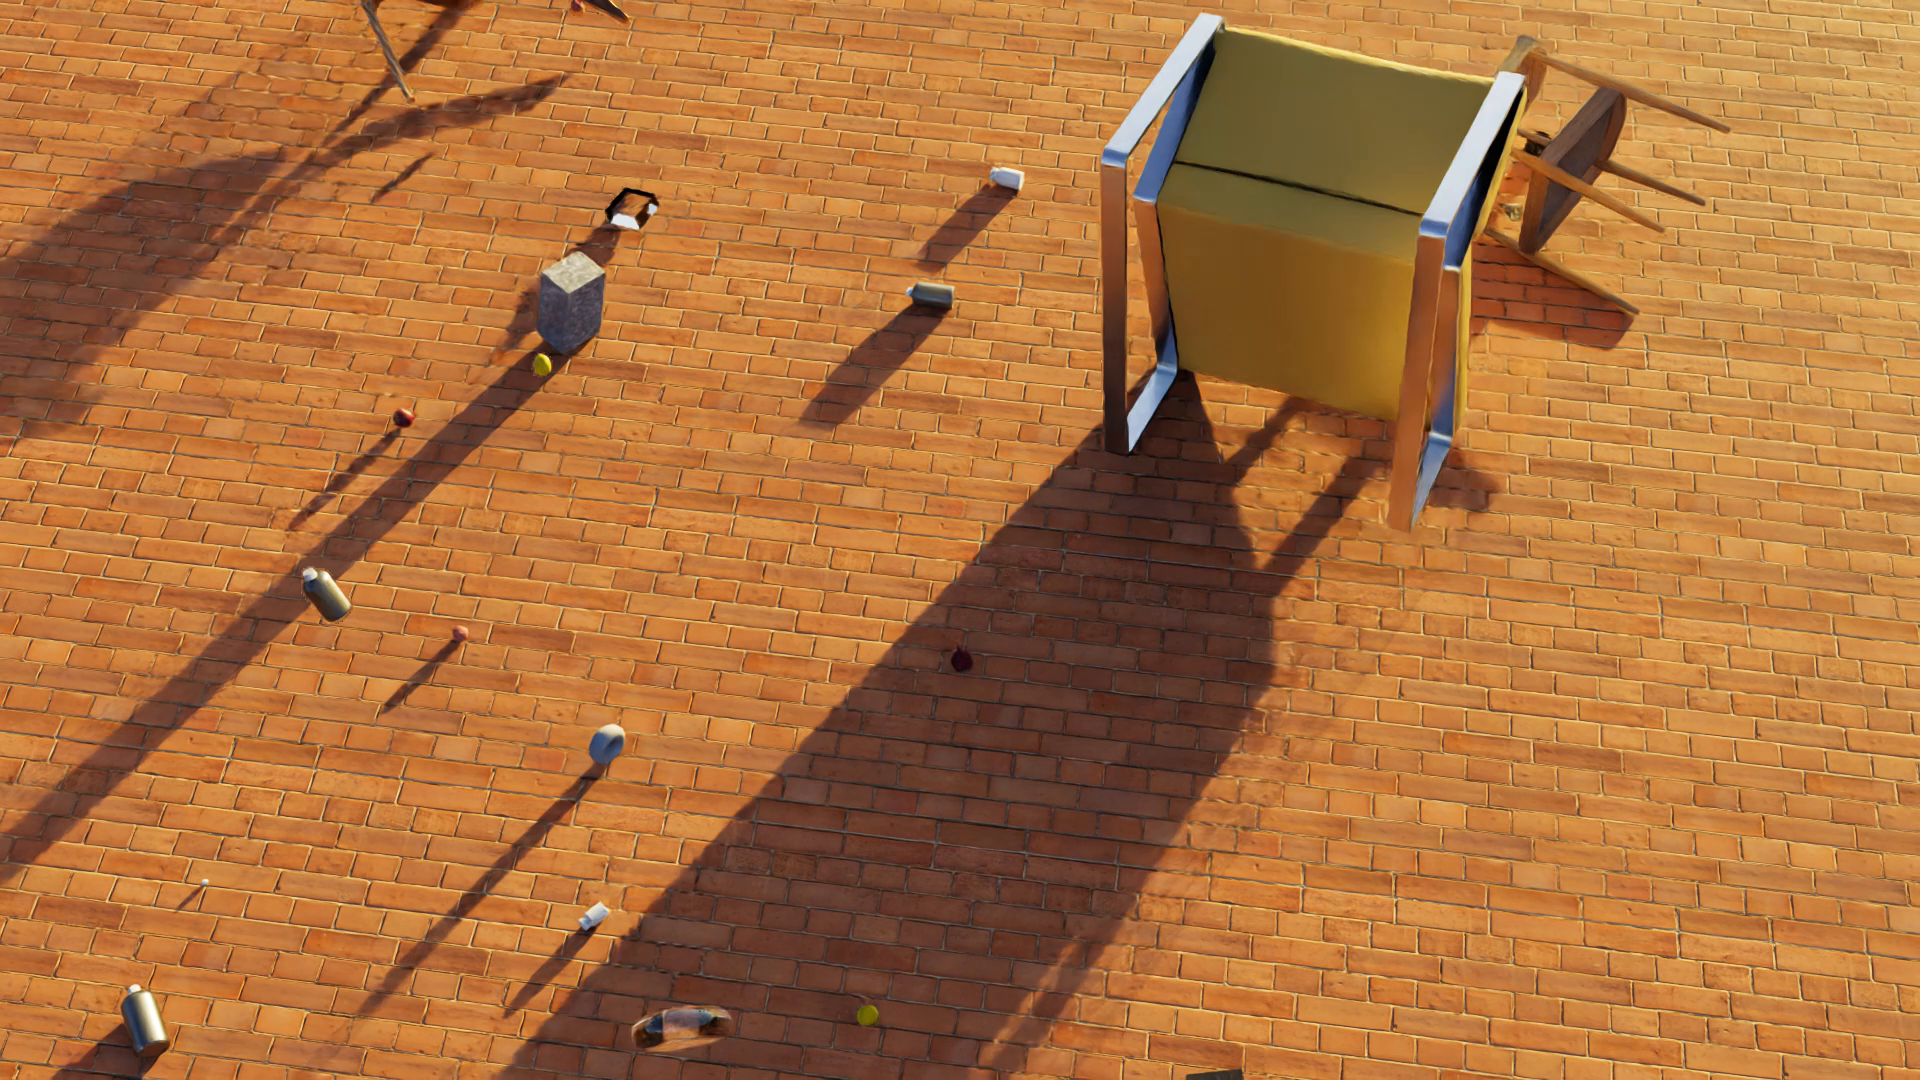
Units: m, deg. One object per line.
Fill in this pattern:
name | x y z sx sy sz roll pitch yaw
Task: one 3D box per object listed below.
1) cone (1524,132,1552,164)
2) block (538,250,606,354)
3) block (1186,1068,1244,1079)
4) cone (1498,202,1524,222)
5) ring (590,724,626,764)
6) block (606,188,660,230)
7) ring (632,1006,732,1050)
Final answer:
cone | 1.950 -1.340 7.444 0.087 0.114 0.095 17 26 0
block | -1.218 -0.743 6.888 0.120 0.272 0.155 39 53 18
block | 0.655 1.475 5.526 0.142 0.097 0.254 -5 56 -3
cone | 1.799 -1.090 7.224 0.058 0.070 0.084 -46 49 0
ring | -0.981 0.568 6.120 0.049 0.122 0.118 31 67 25
block | -1.082 -1.095 7.259 0.124 0.054 0.120 17 57 27
ring | -0.590 1.035 4.659 0.213 0.225 0.064 -12 70 3
